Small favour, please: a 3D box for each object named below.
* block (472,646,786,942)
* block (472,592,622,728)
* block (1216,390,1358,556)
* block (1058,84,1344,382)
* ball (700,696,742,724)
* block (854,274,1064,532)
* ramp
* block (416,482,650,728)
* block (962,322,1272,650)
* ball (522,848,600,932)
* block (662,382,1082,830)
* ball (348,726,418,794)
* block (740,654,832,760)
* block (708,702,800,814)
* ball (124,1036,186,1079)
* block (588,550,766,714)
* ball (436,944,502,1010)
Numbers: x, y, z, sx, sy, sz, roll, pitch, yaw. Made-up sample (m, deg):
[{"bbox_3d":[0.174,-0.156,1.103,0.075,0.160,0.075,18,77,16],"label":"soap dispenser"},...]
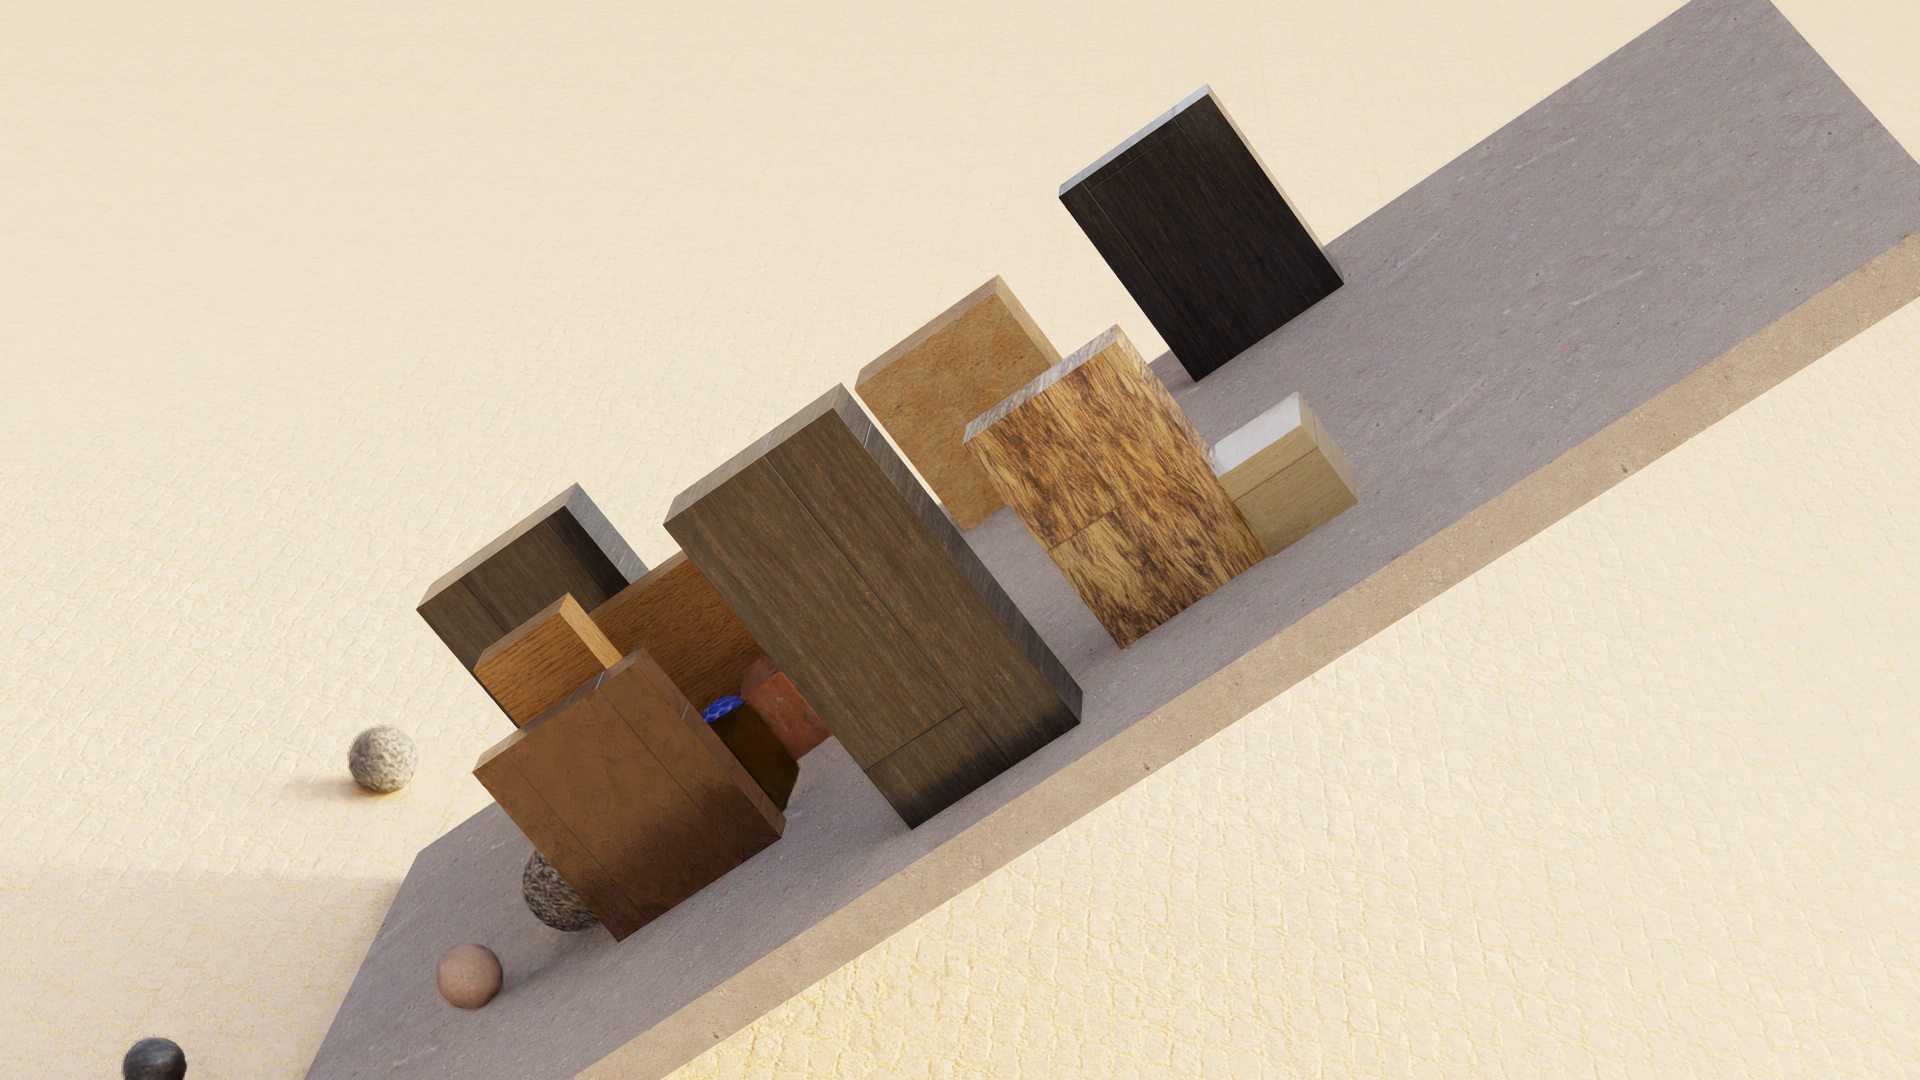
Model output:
[{"bbox_3d":[-0.677,0.525,6.038,0.433,0.479,0.084,-34,16,16],"label":"block"},{"bbox_3d":[-0.763,0.416,6.346,0.240,0.584,0.105,-34,16,16],"label":"block"},{"bbox_3d":[0.615,-0.127,5.557,0.189,0.189,0.189,-34,16,16],"label":"block"},{"bbox_3d":[0.547,-0.691,6.664,0.408,0.539,0.099,-34,16,16],"label":"block"},{"bbox_3d":[-0.494,0.431,6.465,0.179,0.179,0.179,0,22,0],"label":"ball"},{"bbox_3d":[0.051,-0.320,6.904,0.409,0.437,0.144,-34,16,16],"label":"block"},{"bbox_3d":[0.131,0.177,6.316,4.000,0.100,2.000,-34,16,16],"label":"ramp"},{"bbox_3d":[-0.859,0.269,6.812,0.446,0.675,0.147,-34,16,16],"label":"block"},{"bbox_3d":[0.301,-0.098,5.569,0.351,0.512,0.110,-34,16,16],"label":"block"},{"bbox_3d":[-0.831,0.733,6.298,0.209,0.209,0.209,0,22,0],"label":"ball"},{"bbox_3d":[-0.155,0.130,5.473,0.394,0.759,0.140,-34,16,16],"label":"block"},{"bbox_3d":[-1.616,0.617,8.248,0.191,0.191,0.191,0,22,0],"label":"ball"},{"bbox_3d":[-0.345,0.331,6.406,0.185,0.185,0.185,-35,16,9],"label":"block"},{"bbox_3d":[-0.488,0.503,6.219,0.192,0.192,0.192,-32,17,21],"label":"block"},{"bbox_3d":[-1.868,1.224,6.824,0.142,0.142,0.142,0,22,0],"label":"ball"},{"bbox_3d":[-0.570,0.272,6.559,0.348,0.460,0.105,-34,16,16],"label":"block"},{"bbox_3d":[-1.057,0.941,6.338,0.142,0.142,0.142,0,22,0],"label":"ball"}]
